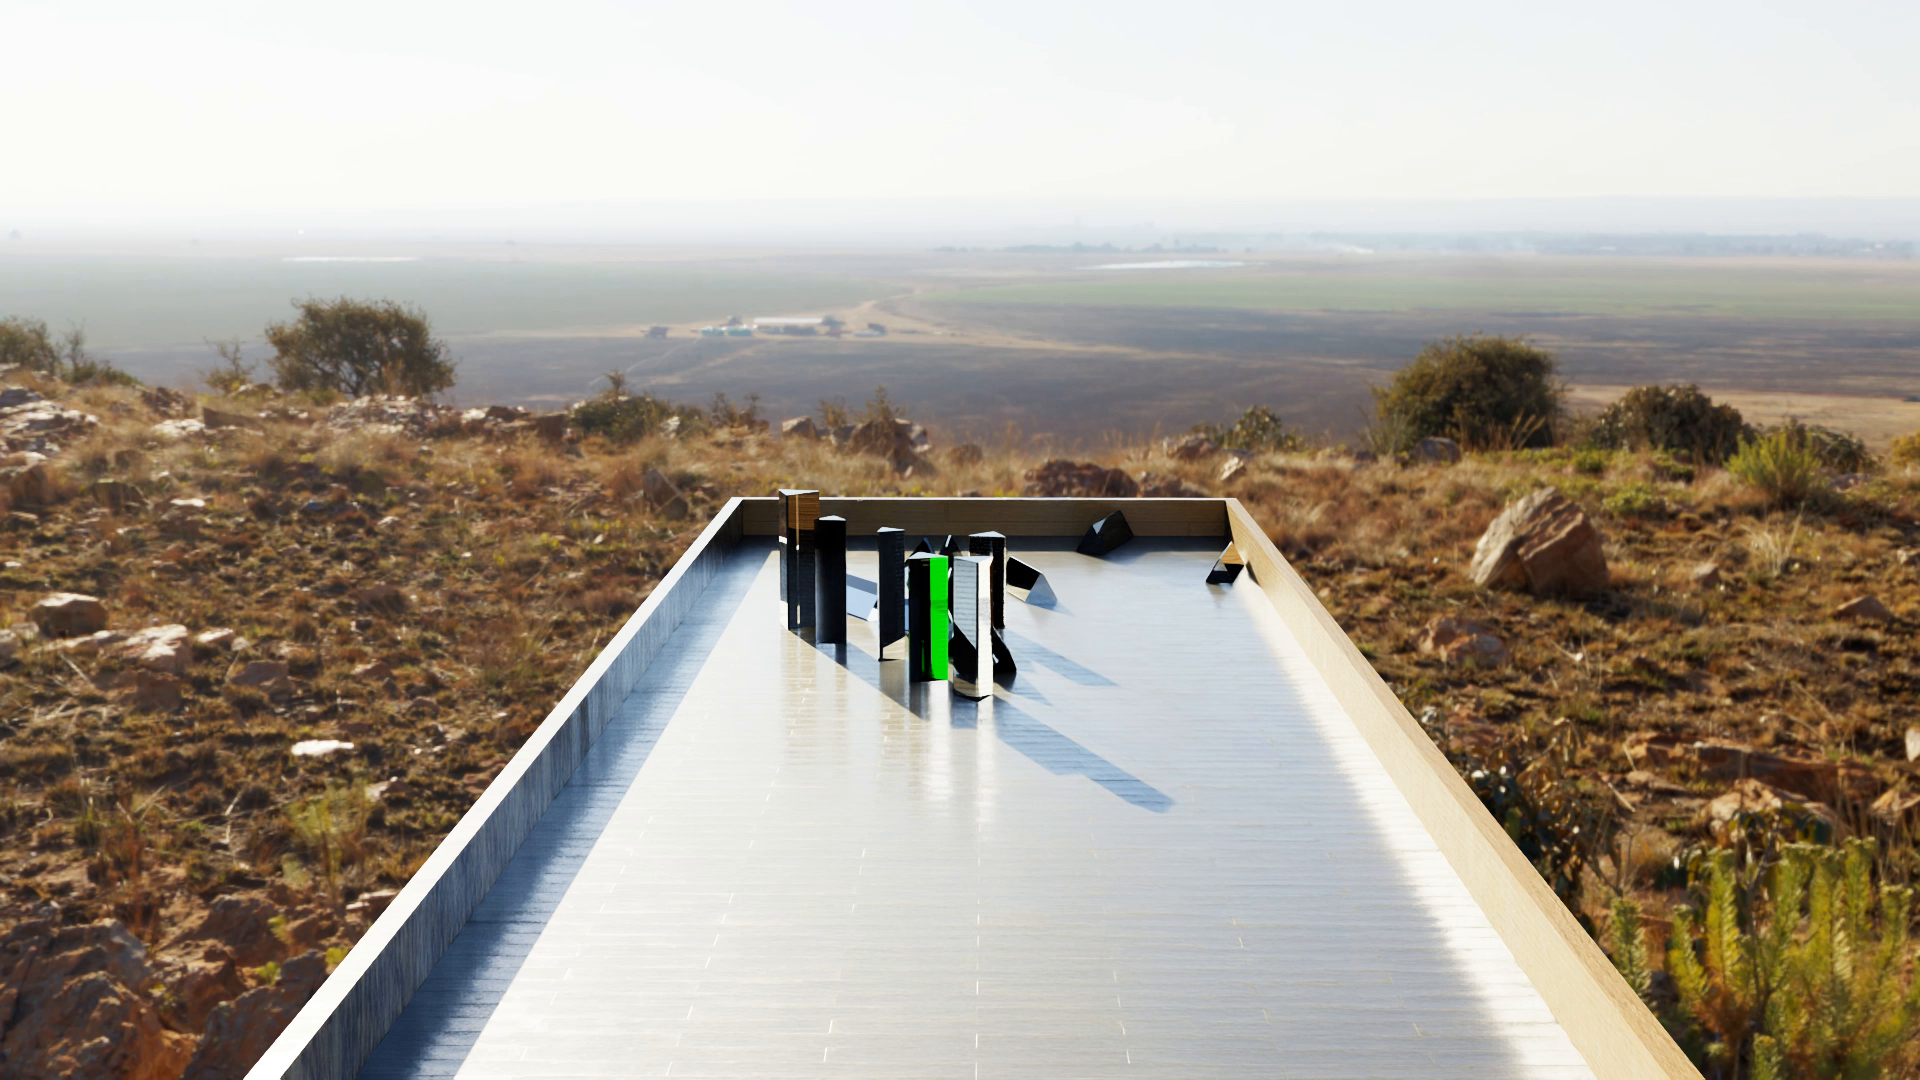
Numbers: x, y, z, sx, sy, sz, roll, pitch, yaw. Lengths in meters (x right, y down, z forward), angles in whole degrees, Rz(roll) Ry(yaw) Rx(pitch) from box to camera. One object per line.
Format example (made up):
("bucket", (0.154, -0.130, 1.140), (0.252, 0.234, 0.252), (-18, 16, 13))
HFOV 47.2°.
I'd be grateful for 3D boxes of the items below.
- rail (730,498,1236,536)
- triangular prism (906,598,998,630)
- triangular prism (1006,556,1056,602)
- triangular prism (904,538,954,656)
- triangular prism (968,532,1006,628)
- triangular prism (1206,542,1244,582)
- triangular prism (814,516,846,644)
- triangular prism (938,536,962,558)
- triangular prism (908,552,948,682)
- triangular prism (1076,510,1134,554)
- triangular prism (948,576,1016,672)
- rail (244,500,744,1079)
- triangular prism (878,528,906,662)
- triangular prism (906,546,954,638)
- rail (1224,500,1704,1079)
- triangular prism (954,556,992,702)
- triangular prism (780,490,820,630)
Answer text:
("rail", (0.099, -0.098, 9.147), (2.100, 0.150, 0.050), (0, 9, 1))
("triangular prism", (-0.044, 0.242, 7.155), (0.318, 0.096, 0.111), (2, 9, 14))
("triangular prism", (0.234, 0.135, 7.814), (0.117, 0.101, 0.358), (-2, 9, -16))
("triangular prism", (-0.055, 0.173, 6.892), (0.143, 0.124, 0.442), (-3, 37, -18))
("triangular prism", (0.099, 0.130, 7.220), (0.121, 0.304, 0.105), (2, 9, 12))
("triangular prism", (0.991, 0.081, 8.202), (0.102, 0.088, 0.396), (2, 9, 13))
("triangular prism", (-0.403, 0.125, 6.956), (0.099, 0.396, 0.086), (1, 9, 5))
("triangular prism", (-0.049, 0.069, 8.213), (0.124, 0.108, 0.440), (0, 9, 3))
("triangular prism", (-0.105, 0.224, 6.431), (0.118, 0.366, 0.102), (-2, 9, -15))
("triangular prism", (0.589, -0.038, 8.885), (0.125, 0.108, 0.456), (3, 10, 18))
("triangular prism", (0.059, 0.243, 6.642), (0.095, 0.082, 0.394), (-4, 38, -26))
("rail", (-1.004, 0.839, 3.234), (0.050, 0.150, 12.000), (0, 9, 1))
("triangular prism", (-0.221, 0.164, 6.694), (0.087, 0.400, 0.075), (-4, 10, -22))
("triangular prism", (-0.082, 0.166, 7.104), (0.115, 0.100, 0.343), (3, 40, 15))
("rail", (1.046, 0.843, 3.208), (0.050, 0.150, 12.000), (0, 9, 1))
("triangular prism", (0.054, 0.246, 6.191), (0.097, 0.396, 0.112), (-7, 11, -36))
("triangular prism", (-0.551, 0.060, 7.216), (0.138, 0.444, 0.120), (-9, 13, -44))
